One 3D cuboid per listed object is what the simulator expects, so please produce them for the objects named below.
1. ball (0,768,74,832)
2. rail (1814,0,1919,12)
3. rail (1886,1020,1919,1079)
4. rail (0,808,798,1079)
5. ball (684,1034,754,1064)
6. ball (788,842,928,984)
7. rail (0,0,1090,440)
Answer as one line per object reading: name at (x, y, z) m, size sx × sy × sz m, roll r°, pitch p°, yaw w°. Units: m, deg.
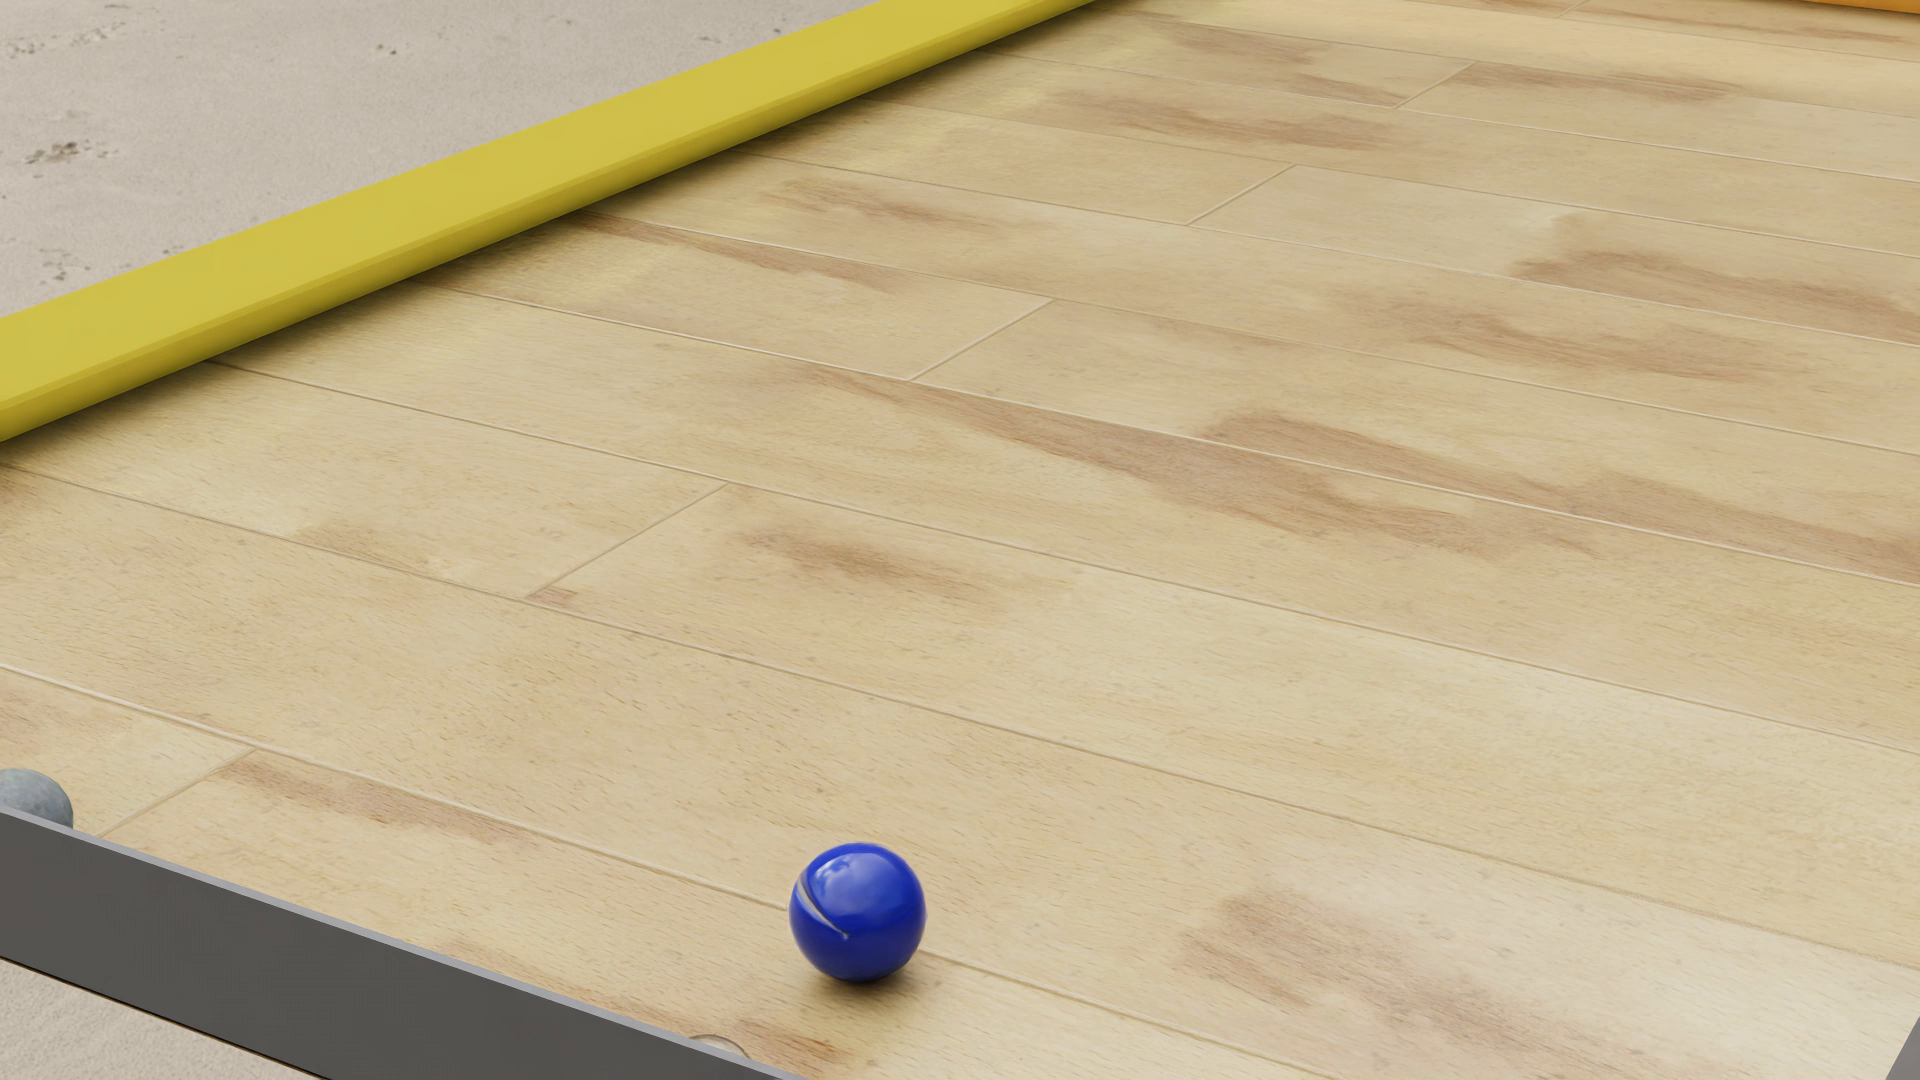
ball at (-0.521, 0.156, 1.624) m, size 0.061 × 0.061 × 0.061 m, roll 0°, pitch 23°, yaw 0°
rail at (1.039, -0.705, 3.611) m, size 1.529 × 0.094 × 0.045 m, roll 13°, pitch 26°, yaw 28°
rail at (0.988, -0.103, 2.191) m, size 0.045 × 0.094 × 2.754 m, roll 13°, pitch 26°, yaw 28°
rail at (-0.338, 0.205, 1.465) m, size 1.529 × 0.094 × 0.045 m, roll 13°, pitch 26°, yaw 28°
ball at (-0.120, 0.259, 1.396) m, size 0.050 × 0.050 × 0.050 m, roll 0°, pitch 23°, yaw 0°
ball at (-0.053, 0.193, 1.523) m, size 0.072 × 0.072 × 0.072 m, roll 0°, pitch 23°, yaw 0°
rail at (-0.287, -0.397, 2.885) m, size 0.045 × 0.094 × 2.754 m, roll 13°, pitch 26°, yaw 28°
